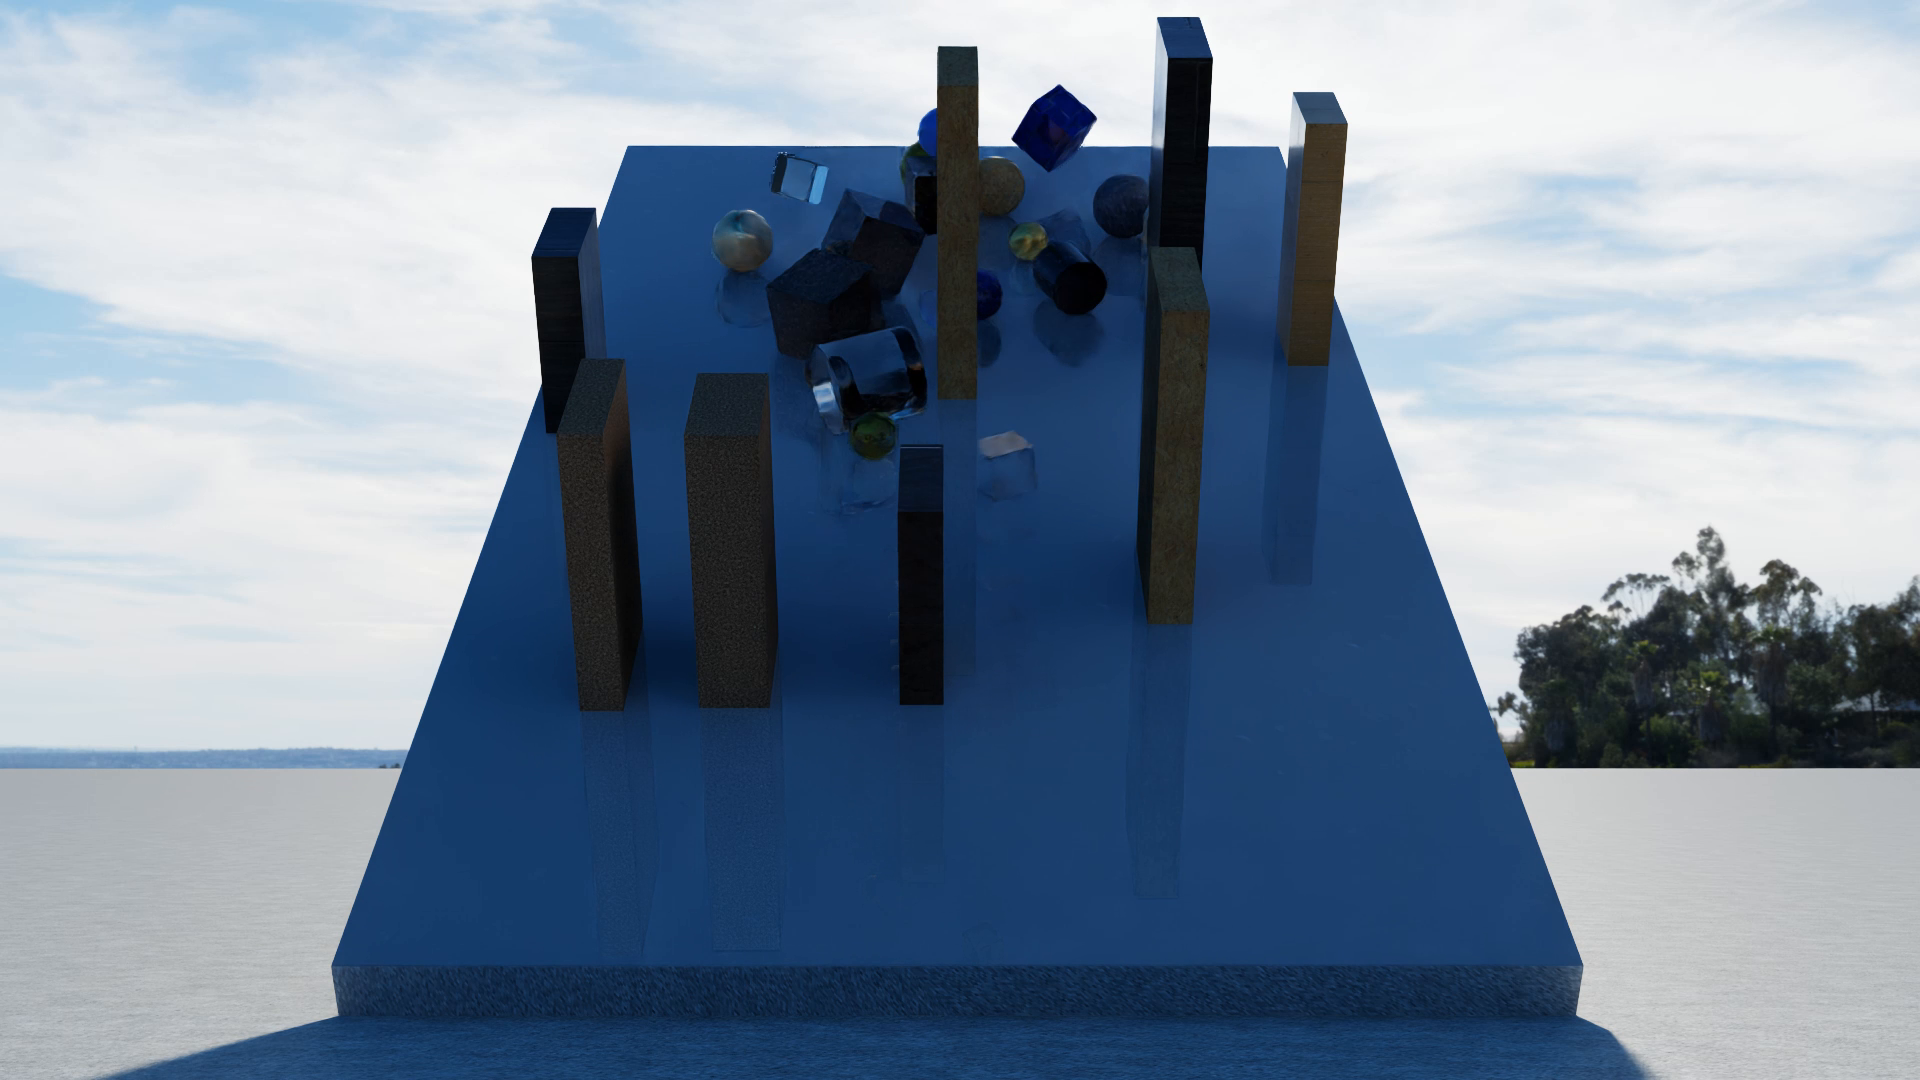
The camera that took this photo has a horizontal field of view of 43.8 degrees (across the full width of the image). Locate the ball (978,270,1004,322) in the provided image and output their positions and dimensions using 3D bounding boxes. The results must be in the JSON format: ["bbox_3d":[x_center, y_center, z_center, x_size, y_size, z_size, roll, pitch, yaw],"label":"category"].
[{"bbox_3d":[0.045,-0.625,6.106,0.133,0.133,0.133,0,-5,0],"label":"ball"}]

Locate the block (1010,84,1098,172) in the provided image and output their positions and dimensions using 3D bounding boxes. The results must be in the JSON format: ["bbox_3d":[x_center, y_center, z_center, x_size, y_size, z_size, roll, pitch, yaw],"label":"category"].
[{"bbox_3d":[0.274,-1.194,6.934,0.151,0.151,0.151,-42,-9,-43],"label":"block"}]

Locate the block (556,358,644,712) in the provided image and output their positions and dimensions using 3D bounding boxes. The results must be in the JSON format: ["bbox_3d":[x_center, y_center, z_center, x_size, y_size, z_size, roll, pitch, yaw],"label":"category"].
[{"bbox_3d":[-0.672,-0.010,4.488,0.082,0.575,0.329,0,28,0],"label":"block"}]

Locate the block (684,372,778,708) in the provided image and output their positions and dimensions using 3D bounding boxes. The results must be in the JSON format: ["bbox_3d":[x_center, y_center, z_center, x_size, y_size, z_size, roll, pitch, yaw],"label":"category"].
[{"bbox_3d":[-0.424,0.002,4.474,0.132,0.568,0.269,0,28,0],"label":"block"}]

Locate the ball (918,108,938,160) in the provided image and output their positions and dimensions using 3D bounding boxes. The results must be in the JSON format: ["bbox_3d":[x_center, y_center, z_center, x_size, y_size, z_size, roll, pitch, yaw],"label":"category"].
[{"bbox_3d":[-0.042,-1.130,6.644,0.151,0.151,0.151,0,-5,0],"label":"ball"}]

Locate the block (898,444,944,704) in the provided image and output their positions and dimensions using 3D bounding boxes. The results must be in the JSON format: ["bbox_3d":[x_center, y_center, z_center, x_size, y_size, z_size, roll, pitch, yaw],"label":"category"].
[{"bbox_3d":[-0.072,0.064,4.528,0.082,0.410,0.279,0,28,0],"label":"block"}]

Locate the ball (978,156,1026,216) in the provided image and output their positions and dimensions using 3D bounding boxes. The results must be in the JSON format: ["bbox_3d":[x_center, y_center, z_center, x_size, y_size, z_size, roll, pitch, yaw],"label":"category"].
[{"bbox_3d":[0.101,-1.002,6.772,0.168,0.168,0.168,0,-5,0],"label":"ball"}]

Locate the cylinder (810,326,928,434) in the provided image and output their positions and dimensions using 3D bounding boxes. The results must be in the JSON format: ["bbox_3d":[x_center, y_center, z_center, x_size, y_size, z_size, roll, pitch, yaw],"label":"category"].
[{"bbox_3d":[-0.213,-0.371,5.534,0.210,0.210,0.210,-15,0,-18],"label":"cylinder"}]

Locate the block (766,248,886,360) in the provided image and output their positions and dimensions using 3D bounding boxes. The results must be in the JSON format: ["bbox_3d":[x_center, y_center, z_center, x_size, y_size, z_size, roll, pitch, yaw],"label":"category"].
[{"bbox_3d":[-0.329,-0.569,5.895,0.194,0.194,0.194,19,46,31],"label":"block"}]

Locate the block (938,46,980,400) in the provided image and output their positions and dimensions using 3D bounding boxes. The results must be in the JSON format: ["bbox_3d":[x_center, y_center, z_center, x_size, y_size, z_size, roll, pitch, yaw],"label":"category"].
[{"bbox_3d":[-0.006,-0.748,5.659,0.094,0.772,0.304,0,28,0],"label":"block"}]

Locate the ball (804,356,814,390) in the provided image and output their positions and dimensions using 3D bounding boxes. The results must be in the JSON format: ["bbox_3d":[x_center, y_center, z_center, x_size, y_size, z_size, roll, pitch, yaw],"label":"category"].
[{"bbox_3d":[-0.315,-0.399,5.669,0.111,0.111,0.111,0,-5,0],"label":"ball"}]

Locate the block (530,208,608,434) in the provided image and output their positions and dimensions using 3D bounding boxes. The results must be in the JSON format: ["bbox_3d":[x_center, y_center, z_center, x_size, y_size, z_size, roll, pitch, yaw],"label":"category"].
[{"bbox_3d":[-0.907,-0.515,5.573,0.105,0.436,0.316,0,28,0],"label":"block"}]

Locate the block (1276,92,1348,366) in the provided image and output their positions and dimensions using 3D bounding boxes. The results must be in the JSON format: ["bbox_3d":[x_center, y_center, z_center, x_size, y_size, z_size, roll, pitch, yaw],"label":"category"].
[{"bbox_3d":[0.858,-0.760,5.847,0.100,0.619,0.243,0,28,0],"label":"block"}]

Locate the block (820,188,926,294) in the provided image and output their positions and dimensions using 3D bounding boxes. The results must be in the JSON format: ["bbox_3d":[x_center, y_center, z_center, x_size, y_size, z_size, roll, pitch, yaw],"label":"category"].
[{"bbox_3d":[-0.229,-0.786,6.280,0.179,0.179,0.179,13,25,-29],"label":"block"}]

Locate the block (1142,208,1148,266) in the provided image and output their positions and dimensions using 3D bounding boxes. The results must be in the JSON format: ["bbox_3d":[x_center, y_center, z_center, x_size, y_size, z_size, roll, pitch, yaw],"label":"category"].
[{"bbox_3d":[0.578,-0.832,6.485,0.142,0.142,0.142,7,29,13],"label":"block"}]

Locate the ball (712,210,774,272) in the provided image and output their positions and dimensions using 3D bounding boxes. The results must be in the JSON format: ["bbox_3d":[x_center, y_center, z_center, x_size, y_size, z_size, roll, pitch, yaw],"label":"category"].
[{"bbox_3d":[-0.581,-0.802,6.397,0.165,0.165,0.165,0,-5,0],"label":"ball"}]

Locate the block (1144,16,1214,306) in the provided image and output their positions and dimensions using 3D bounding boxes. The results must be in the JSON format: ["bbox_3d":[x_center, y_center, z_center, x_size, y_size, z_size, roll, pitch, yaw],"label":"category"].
[{"bbox_3d":[0.537,-0.872,5.907,0.106,0.759,0.344,0,28,0],"label":"block"}]

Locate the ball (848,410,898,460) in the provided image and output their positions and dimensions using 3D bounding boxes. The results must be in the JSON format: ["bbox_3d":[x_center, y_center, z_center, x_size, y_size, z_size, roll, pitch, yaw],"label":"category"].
[{"bbox_3d":[-0.196,-0.236,5.403,0.111,0.111,0.111,0,-5,0],"label":"ball"}]

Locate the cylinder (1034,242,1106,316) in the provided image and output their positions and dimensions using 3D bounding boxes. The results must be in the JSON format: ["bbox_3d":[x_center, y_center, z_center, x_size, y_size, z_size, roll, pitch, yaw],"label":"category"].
[{"bbox_3d":[0.284,-0.679,6.191,0.147,0.147,0.147,2,26,-22],"label":"cylinder"}]

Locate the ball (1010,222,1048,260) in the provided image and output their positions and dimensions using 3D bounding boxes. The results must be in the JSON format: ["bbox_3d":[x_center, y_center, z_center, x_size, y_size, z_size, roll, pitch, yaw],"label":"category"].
[{"bbox_3d":[0.186,-0.811,6.481,0.107,0.107,0.107,0,-5,0],"label":"ball"}]

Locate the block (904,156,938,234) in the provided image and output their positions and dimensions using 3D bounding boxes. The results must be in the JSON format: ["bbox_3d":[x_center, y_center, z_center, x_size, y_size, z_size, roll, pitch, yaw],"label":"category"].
[{"bbox_3d":[-0.058,-0.972,6.715,0.168,0.168,0.168,-5,29,-9],"label":"block"}]

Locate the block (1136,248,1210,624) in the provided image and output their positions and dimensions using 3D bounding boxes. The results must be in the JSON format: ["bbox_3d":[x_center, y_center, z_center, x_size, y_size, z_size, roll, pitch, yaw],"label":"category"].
[{"bbox_3d":[0.420,-0.206,4.754,0.090,0.676,0.324,0,28,0],"label":"block"}]

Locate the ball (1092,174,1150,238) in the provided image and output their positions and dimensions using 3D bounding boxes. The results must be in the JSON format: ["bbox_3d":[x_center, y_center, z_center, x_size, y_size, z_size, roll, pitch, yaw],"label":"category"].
[{"bbox_3d":[0.456,-0.927,6.624,0.177,0.177,0.177,0,-5,0],"label":"ball"}]

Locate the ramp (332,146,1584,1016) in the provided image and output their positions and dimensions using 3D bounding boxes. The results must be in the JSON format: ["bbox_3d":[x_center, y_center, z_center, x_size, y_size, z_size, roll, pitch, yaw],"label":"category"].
[{"bbox_3d":[-0.012,-0.221,5.599,2.000,0.100,4.000,0,28,0],"label":"ramp"}]

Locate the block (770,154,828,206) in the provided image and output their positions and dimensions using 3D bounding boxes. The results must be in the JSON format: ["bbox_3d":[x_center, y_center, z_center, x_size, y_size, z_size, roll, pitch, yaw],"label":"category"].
[{"bbox_3d":[-0.456,-1.023,6.787,0.110,0.110,0.110,15,5,17],"label":"block"}]

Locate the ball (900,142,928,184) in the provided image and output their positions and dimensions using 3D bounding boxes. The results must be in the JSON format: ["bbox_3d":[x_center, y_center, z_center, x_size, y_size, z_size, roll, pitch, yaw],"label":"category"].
[{"bbox_3d":[-0.085,-1.066,6.877,0.179,0.179,0.179,0,-5,0],"label":"ball"}]
